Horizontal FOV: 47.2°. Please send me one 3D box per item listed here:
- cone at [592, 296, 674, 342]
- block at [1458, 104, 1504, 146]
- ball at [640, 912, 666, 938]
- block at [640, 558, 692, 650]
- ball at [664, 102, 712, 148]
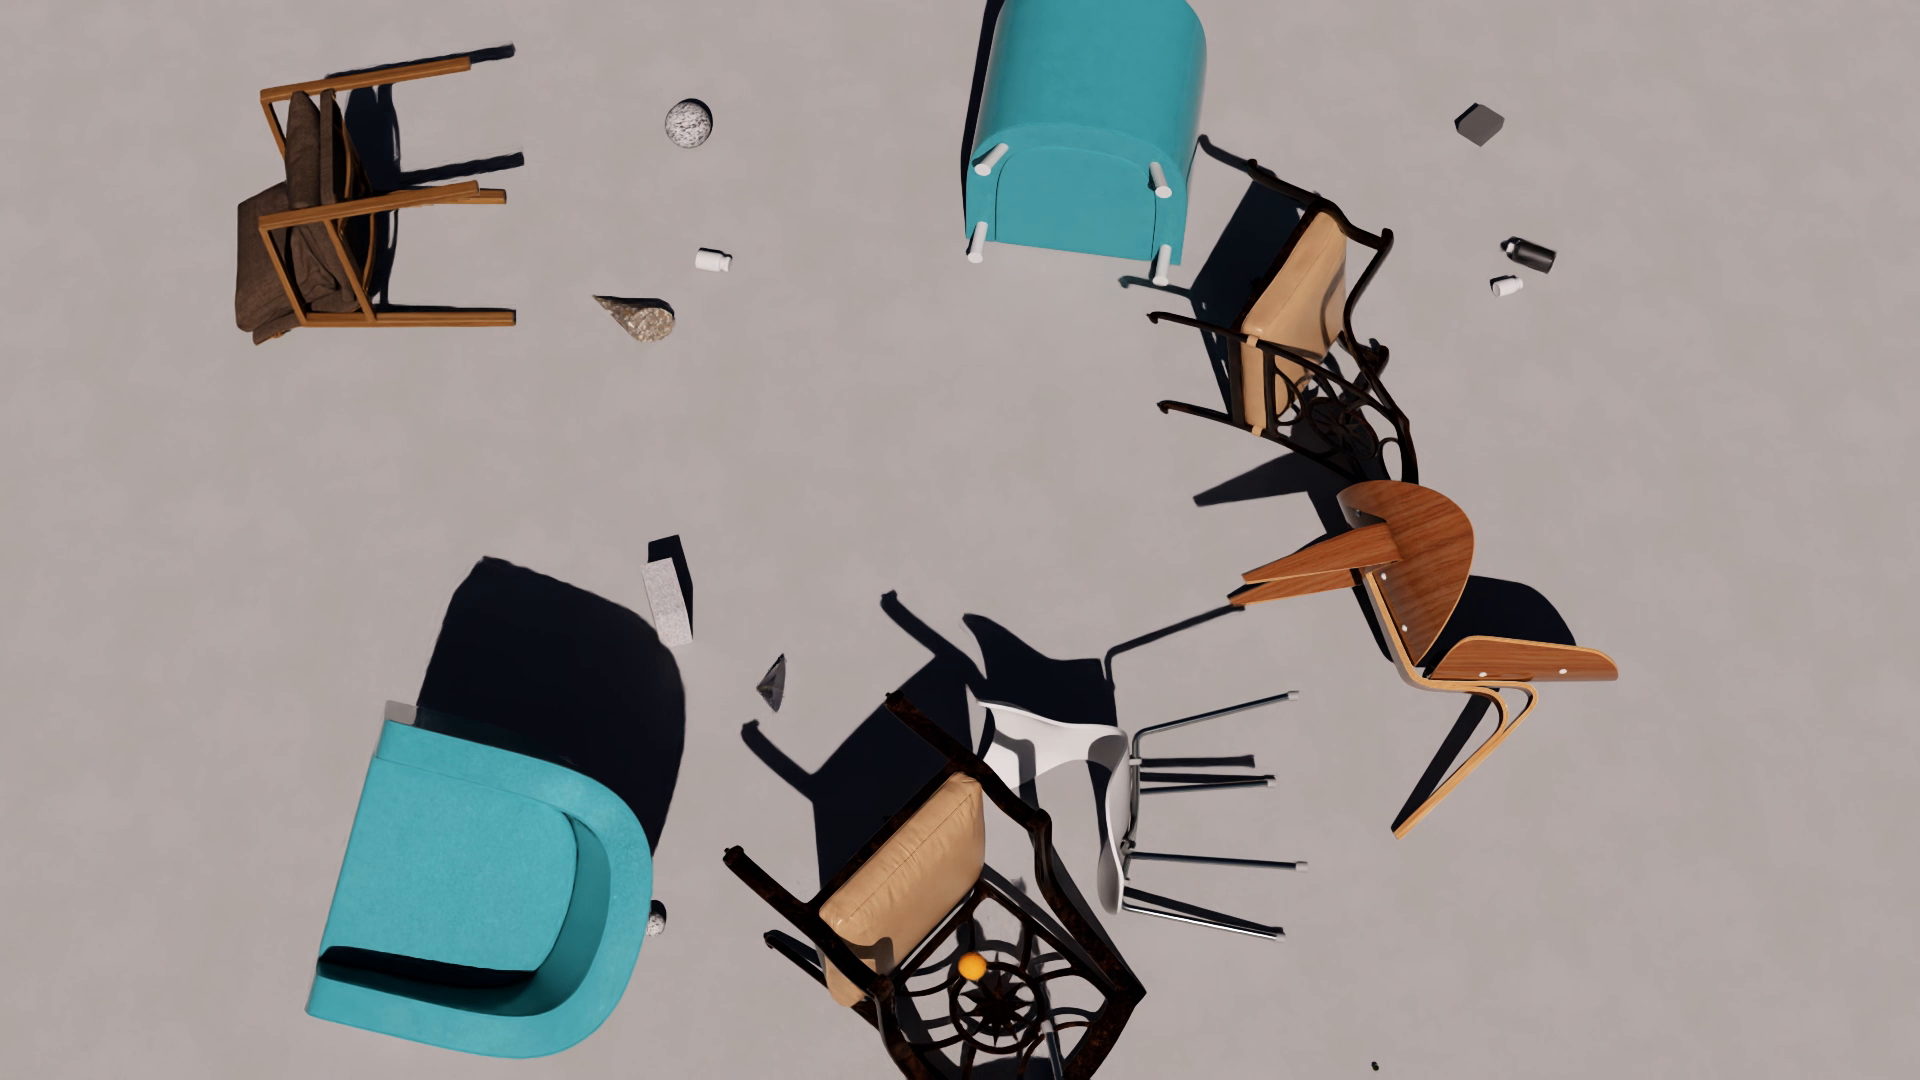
[{"bbox_3d":[-1.083,-0.734,7.021,0.295,0.118,0.195,27,19,34],"label":"cone"},{"bbox_3d":[1.775,-1.413,7.492,0.099,0.050,0.121,39,64,23],"label":"block"},{"bbox_3d":[-0.817,1.022,5.848,0.066,0.066,0.066,0,56,0],"label":"ball"},{"bbox_3d":[-0.847,0.184,6.345,0.093,0.175,0.187,-15,57,-10],"label":"block"},{"bbox_3d":[-0.917,-1.400,7.420,0.155,0.155,0.155,0,56,0],"label":"ball"}]
